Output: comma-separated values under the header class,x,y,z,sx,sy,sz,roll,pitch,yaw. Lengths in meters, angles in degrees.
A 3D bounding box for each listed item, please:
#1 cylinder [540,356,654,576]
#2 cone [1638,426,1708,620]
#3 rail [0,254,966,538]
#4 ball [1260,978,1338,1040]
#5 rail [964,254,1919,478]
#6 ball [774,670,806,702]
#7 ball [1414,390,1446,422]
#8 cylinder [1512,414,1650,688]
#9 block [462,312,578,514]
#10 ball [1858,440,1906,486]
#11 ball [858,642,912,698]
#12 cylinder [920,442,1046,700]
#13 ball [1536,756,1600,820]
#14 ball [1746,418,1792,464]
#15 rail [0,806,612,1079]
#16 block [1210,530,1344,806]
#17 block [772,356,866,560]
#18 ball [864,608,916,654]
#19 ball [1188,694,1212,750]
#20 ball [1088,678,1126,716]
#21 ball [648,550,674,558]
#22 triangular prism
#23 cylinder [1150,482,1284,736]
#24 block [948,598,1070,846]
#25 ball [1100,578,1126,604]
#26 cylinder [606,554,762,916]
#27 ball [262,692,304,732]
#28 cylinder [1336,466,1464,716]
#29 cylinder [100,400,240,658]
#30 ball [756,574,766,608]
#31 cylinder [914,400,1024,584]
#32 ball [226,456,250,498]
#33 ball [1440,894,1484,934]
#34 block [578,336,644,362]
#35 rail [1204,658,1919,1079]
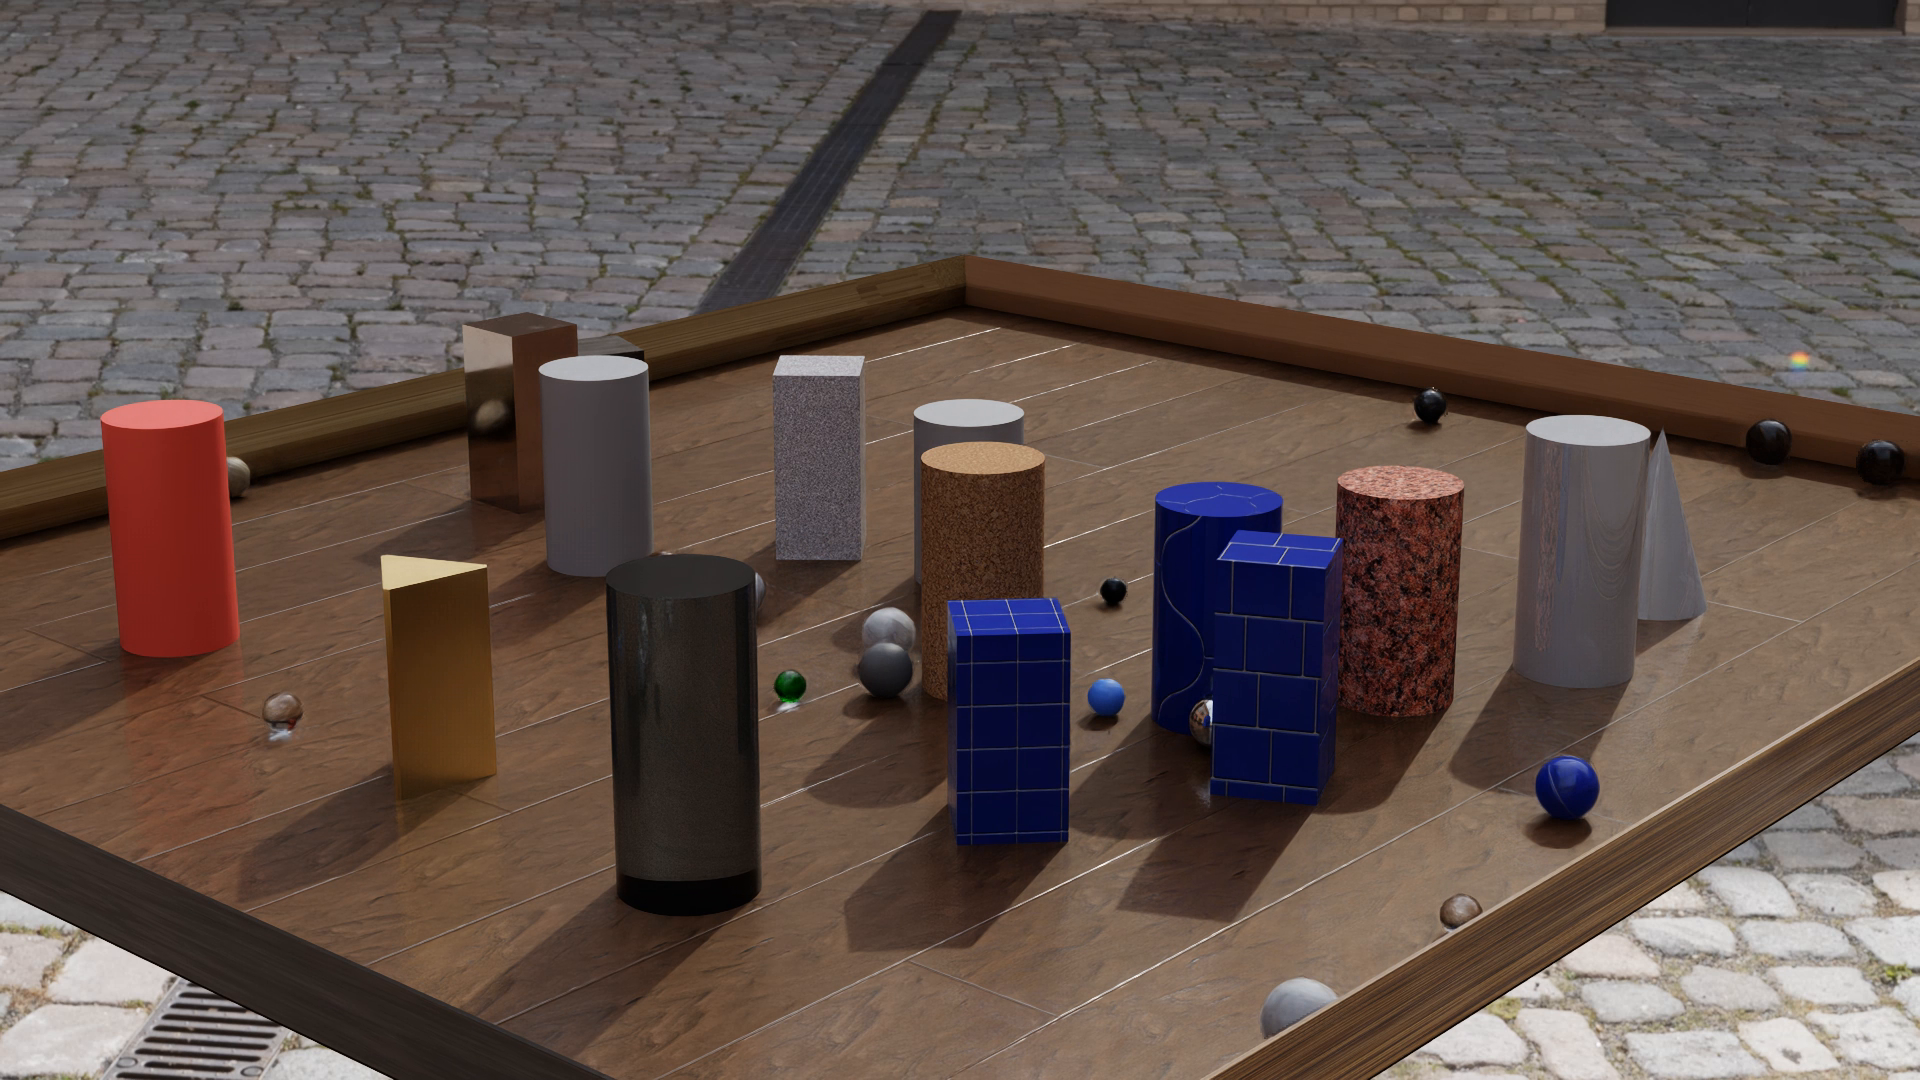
class,x,y,z,sx,sy,sz,roll,pitch,yaw
cylinder,-0.652,-0.134,5.269,0.194,0.359,0.194,0,17,0
cone,1.197,-0.042,5.039,0.194,0.316,0.194,0,17,0
rail,-1.160,-0.259,6.085,0.045,0.126,3.627,14,22,39
ball,0.400,0.560,3.423,0.097,0.097,0.097,0,17,0
rail,1.173,-0.359,6.414,3.121,0.126,0.045,14,22,39
ball,-0.266,0.229,4.600,0.051,0.051,0.051,0,17,0
ball,1.006,-0.287,6.276,0.070,0.070,0.070,0,17,0
cylinder,0.995,0.017,4.699,0.194,0.399,0.194,0,17,0
block,-0.843,-0.247,5.663,0.155,0.347,0.155,16,23,42
ball,1.824,-0.153,5.798,0.089,0.089,0.089,0,17,0
ball,-0.118,0.204,4.620,0.086,0.086,0.086,0,17,0
cylinder,0.036,0.051,4.629,0.194,0.375,0.194,0,17,0
ball,0.857,0.349,4.136,0.090,0.090,0.090,0,17,0
ball,1.641,-0.199,5.946,0.093,0.093,0.093,0,17,0
rail,-1.173,0.422,3.826,3.121,0.126,0.045,14,22,39
block,0.457,0.182,4.229,0.155,0.354,0.155,5,17,16
block,-0.254,-0.151,5.351,0.155,0.344,0.155,0,17,2
ball,-0.115,0.154,4.787,0.087,0.087,0.087,0,17,0
ball,0.386,0.272,4.397,0.086,0.086,0.086,0,17,0
ball,0.227,0.243,4.540,0.058,0.058,0.058,0,17,0
ball,-0.523,0.051,5.162,0.067,0.067,0.067,0,17,0
triangular prism,-0.792,0.190,4.268,0.168,0.317,0.145,-14,22,-40
cylinder,0.392,0.105,4.493,0.194,0.349,0.194,0,17,0
block,0.066,0.251,4.085,0.155,0.305,0.155,-1,17,-5
ball,0.266,0.088,5.079,0.045,0.045,0.045,0,17,0
cylinder,-0.361,0.254,3.850,0.194,0.435,0.194,0,17,0
ball,-1.032,0.263,4.468,0.062,0.062,0.062,0,17,0
cylinder,0.681,0.078,4.582,0.194,0.350,0.194,0,17,0
cylinder,-1.303,-0.021,4.845,0.194,0.387,0.194,0,17,0
ball,-0.370,0.088,5.027,0.074,0.074,0.074,0,17,0
cylinder,0.016,-0.079,5.185,0.194,0.302,0.194,0,17,0
ball,-1.423,-0.123,5.714,0.080,0.080,0.080,0,17,0
ball,0.642,0.481,3.756,0.056,0.056,0.056,0,17,0
block,-0.735,-0.271,5.922,0.155,0.245,0.155,-8,19,-26
rail,1.160,0.323,4.156,0.045,0.126,3.627,14,22,39
